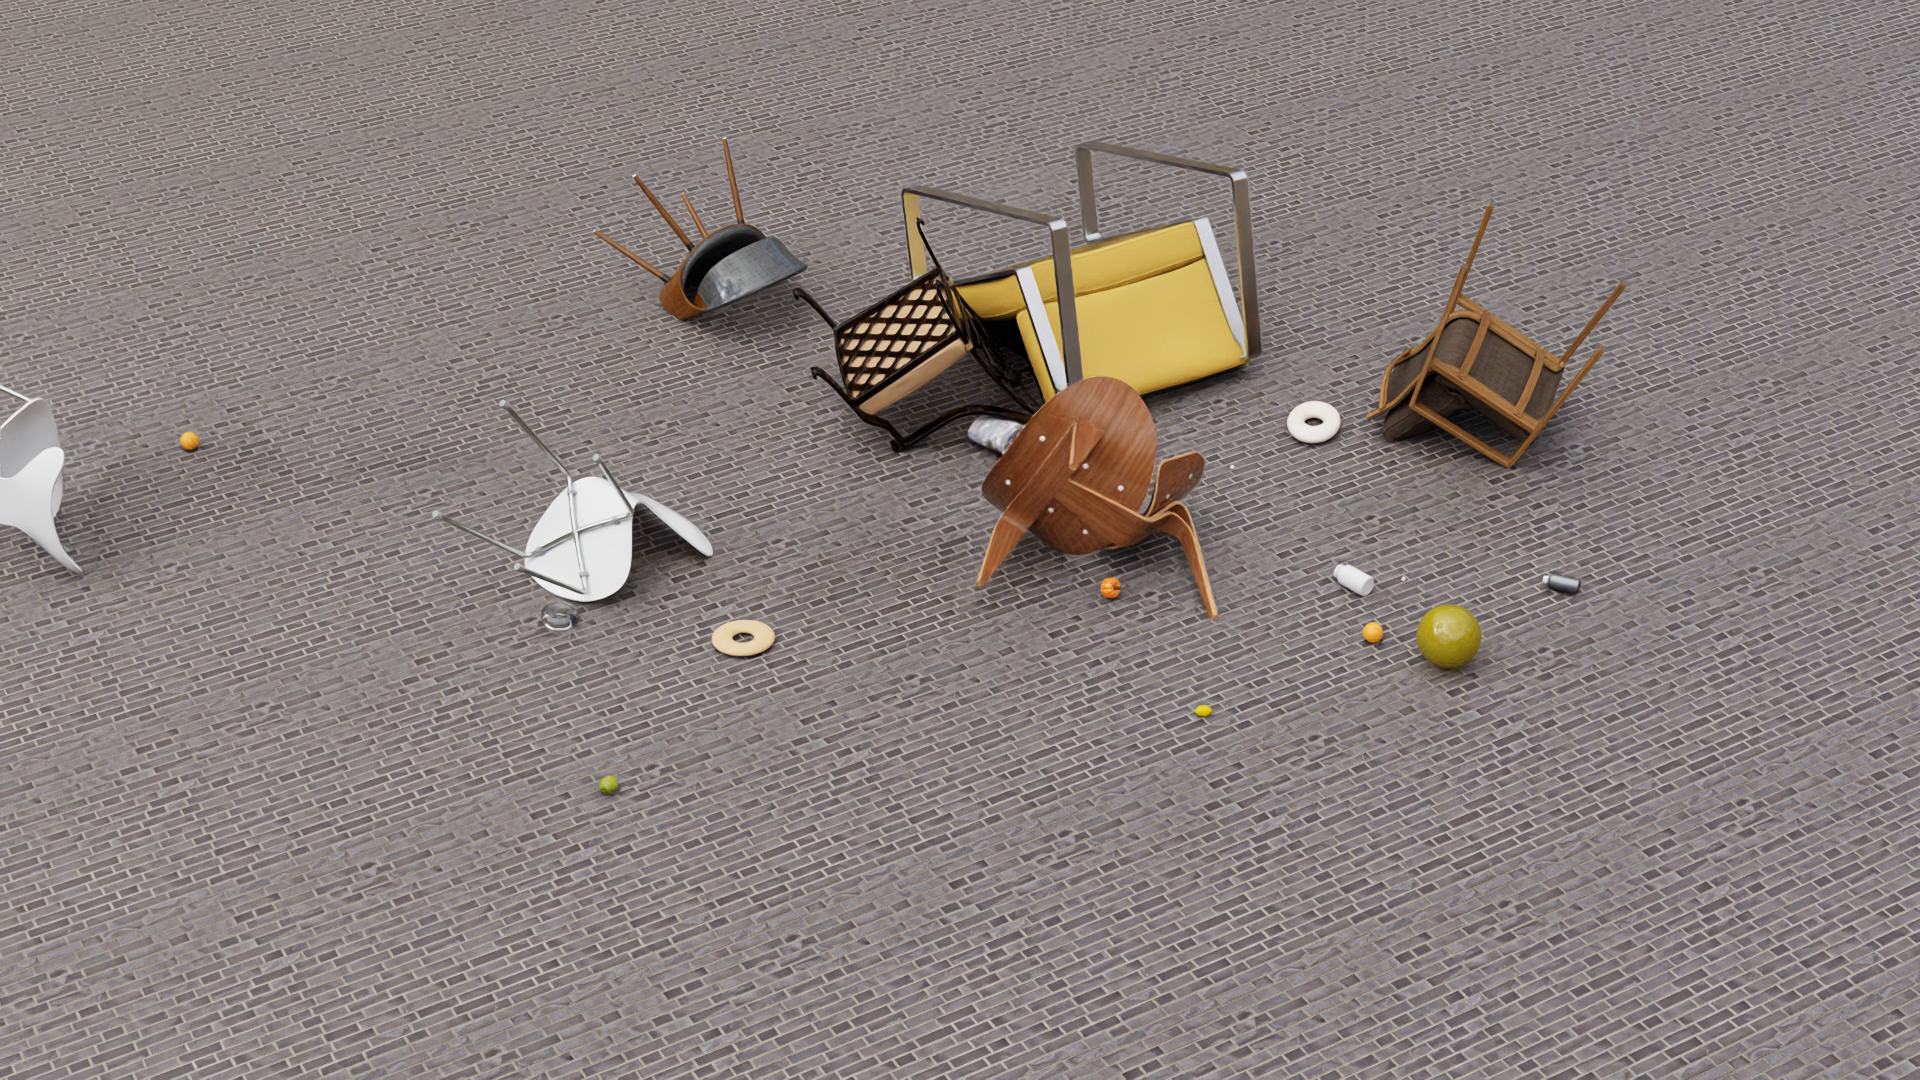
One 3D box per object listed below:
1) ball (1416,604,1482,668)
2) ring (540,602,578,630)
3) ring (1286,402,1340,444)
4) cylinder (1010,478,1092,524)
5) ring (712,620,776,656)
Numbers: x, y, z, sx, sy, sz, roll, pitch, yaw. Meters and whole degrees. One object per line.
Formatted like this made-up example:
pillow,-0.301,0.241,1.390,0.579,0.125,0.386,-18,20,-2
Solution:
ball,1.706,0.336,10.229,0.225,0.225,0.225,0,33,0
ring,-1.433,0.271,10.488,0.133,0.050,0.150,-15,35,-22
ring,1.400,-0.467,11.603,0.211,0.056,0.298,7,34,12
cylinder,0.347,-0.145,11.045,0.279,0.129,0.145,11,12,16
ring,-0.767,0.347,10.389,0.227,0.032,0.216,-8,34,-12
